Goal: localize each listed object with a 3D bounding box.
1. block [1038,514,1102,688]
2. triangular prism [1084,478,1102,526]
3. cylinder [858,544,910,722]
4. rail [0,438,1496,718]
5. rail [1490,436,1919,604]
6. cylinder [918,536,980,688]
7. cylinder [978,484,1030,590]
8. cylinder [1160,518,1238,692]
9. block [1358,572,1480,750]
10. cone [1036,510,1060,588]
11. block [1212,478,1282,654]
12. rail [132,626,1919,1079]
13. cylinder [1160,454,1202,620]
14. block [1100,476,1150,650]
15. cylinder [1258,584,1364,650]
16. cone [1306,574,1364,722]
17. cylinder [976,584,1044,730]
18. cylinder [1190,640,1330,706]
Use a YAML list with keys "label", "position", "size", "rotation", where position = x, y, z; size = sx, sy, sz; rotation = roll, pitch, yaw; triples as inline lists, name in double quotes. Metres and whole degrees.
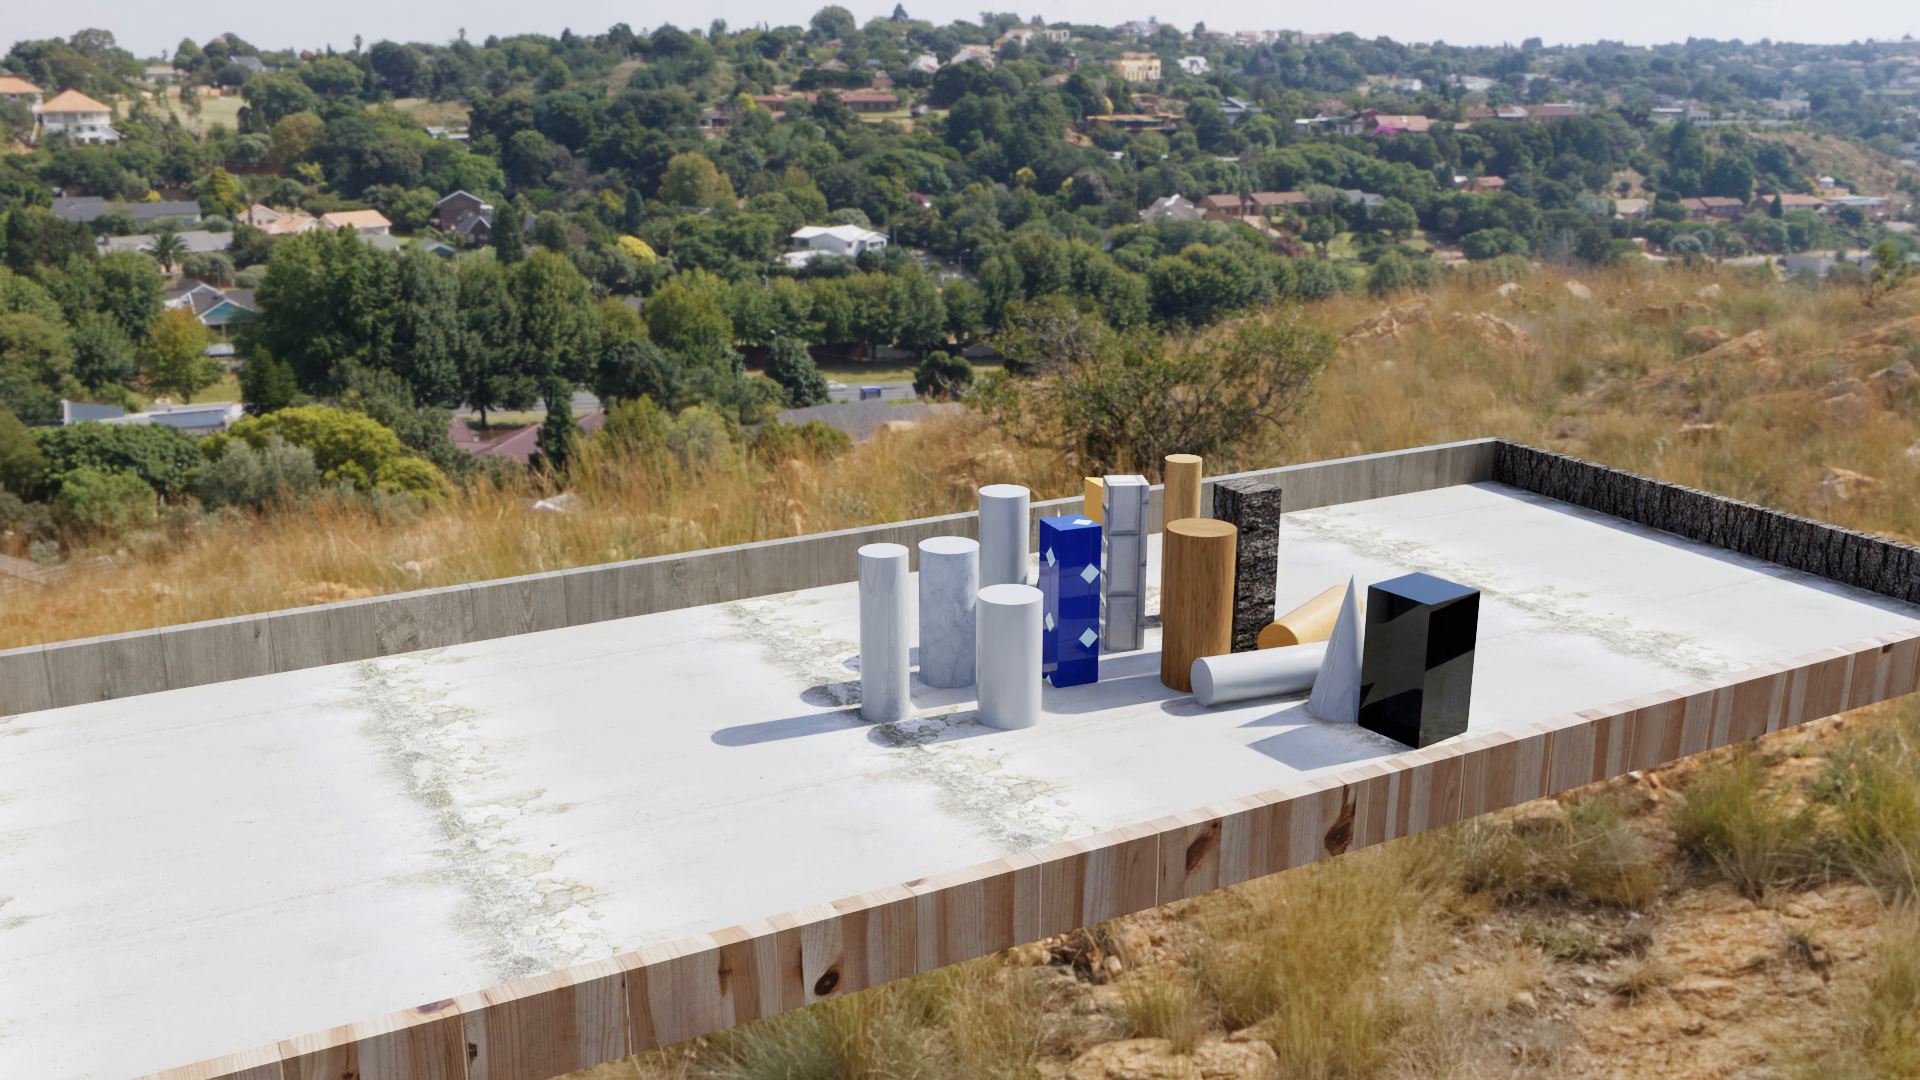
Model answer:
- label: "block"
  position: [0.272, 0.152, 4.113]
  size: [0.114, 0.408, 0.114]
  rotation: [-7, 18, -21]
- label: "triangular prism"
  position: [0.424, -0.023, 4.882]
  size: [0.134, 0.311, 0.154]
  rotation: [13, 21, 36]
- label: "cylinder"
  position: [-0.178, 0.219, 3.887]
  size: [0.118, 0.407, 0.118]
  rotation: [0, 16, 0]
- label: "rail"
  position: [-3.305, 0.497, 3.399]
  size: [12.000, 0.150, 0.050]
  rotation: [-9, 18, -27]
- label: "rail"
  position: [2.466, -0.048, 5.253]
  size: [0.050, 0.150, 2.100]
  rotation: [-9, 18, -27]
- label: "cylinder"
  position: [-0.027, 0.180, 4.120]
  size: [0.151, 0.350, 0.151]
  rotation: [0, 16, 0]
- label: "cylinder"
  position: [0.115, 0.075, 4.349]
  size: [0.133, 0.423, 0.133]
  rotation: [0, 16, 0]
- label: "cylinder"
  position: [0.591, 0.161, 4.094]
  size: [0.171, 0.400, 0.171]
  rotation: [0, 16, 0]
- label: "block"
  position: [1.057, 0.275, 3.807]
  size: [0.176, 0.346, 0.176]
  rotation: [-12, 20, -34]
- label: "cone"
  position: [0.272, 0.062, 4.595]
  size: [0.165, 0.309, 0.165]
  rotation: [0, 16, 0]
- label: "block"
  position: [0.741, 0.074, 4.310]
  size: [0.123, 0.446, 0.123]
  rotation: [-9, 18, -27]
- label: "rail"
  position: [-2.336, 1.006, 1.665]
  size: [12.000, 0.150, 0.050]
  rotation: [-9, 18, -27]
- label: "cylinder"
  position: [0.608, -0.002, 4.548]
  size: [0.100, 0.458, 0.100]
  rotation: [0, 16, 0]
- label: "block"
  position: [0.431, 0.060, 4.353]
  size: [0.104, 0.449, 0.104]
  rotation: [-1, 16, -4]
- label: "cylinder"
  position: [0.935, 0.225, 4.384]
  size: [0.117, 0.117, 0.409]
  rotation: [12, 20, 34]
- label: "cone"
  position: [0.922, 0.242, 3.921]
  size: [0.172, 0.343, 0.172]
  rotation: [0, 16, 0]
- label: "cylinder"
  position: [0.117, 0.274, 3.876]
  size: [0.154, 0.308, 0.154]
  rotation: [0, 16, 0]
- label: "cylinder"
  position: [0.796, 0.321, 4.056]
  size: [0.451, 0.117, 0.117]
  rotation: [-6, 17, -19]
